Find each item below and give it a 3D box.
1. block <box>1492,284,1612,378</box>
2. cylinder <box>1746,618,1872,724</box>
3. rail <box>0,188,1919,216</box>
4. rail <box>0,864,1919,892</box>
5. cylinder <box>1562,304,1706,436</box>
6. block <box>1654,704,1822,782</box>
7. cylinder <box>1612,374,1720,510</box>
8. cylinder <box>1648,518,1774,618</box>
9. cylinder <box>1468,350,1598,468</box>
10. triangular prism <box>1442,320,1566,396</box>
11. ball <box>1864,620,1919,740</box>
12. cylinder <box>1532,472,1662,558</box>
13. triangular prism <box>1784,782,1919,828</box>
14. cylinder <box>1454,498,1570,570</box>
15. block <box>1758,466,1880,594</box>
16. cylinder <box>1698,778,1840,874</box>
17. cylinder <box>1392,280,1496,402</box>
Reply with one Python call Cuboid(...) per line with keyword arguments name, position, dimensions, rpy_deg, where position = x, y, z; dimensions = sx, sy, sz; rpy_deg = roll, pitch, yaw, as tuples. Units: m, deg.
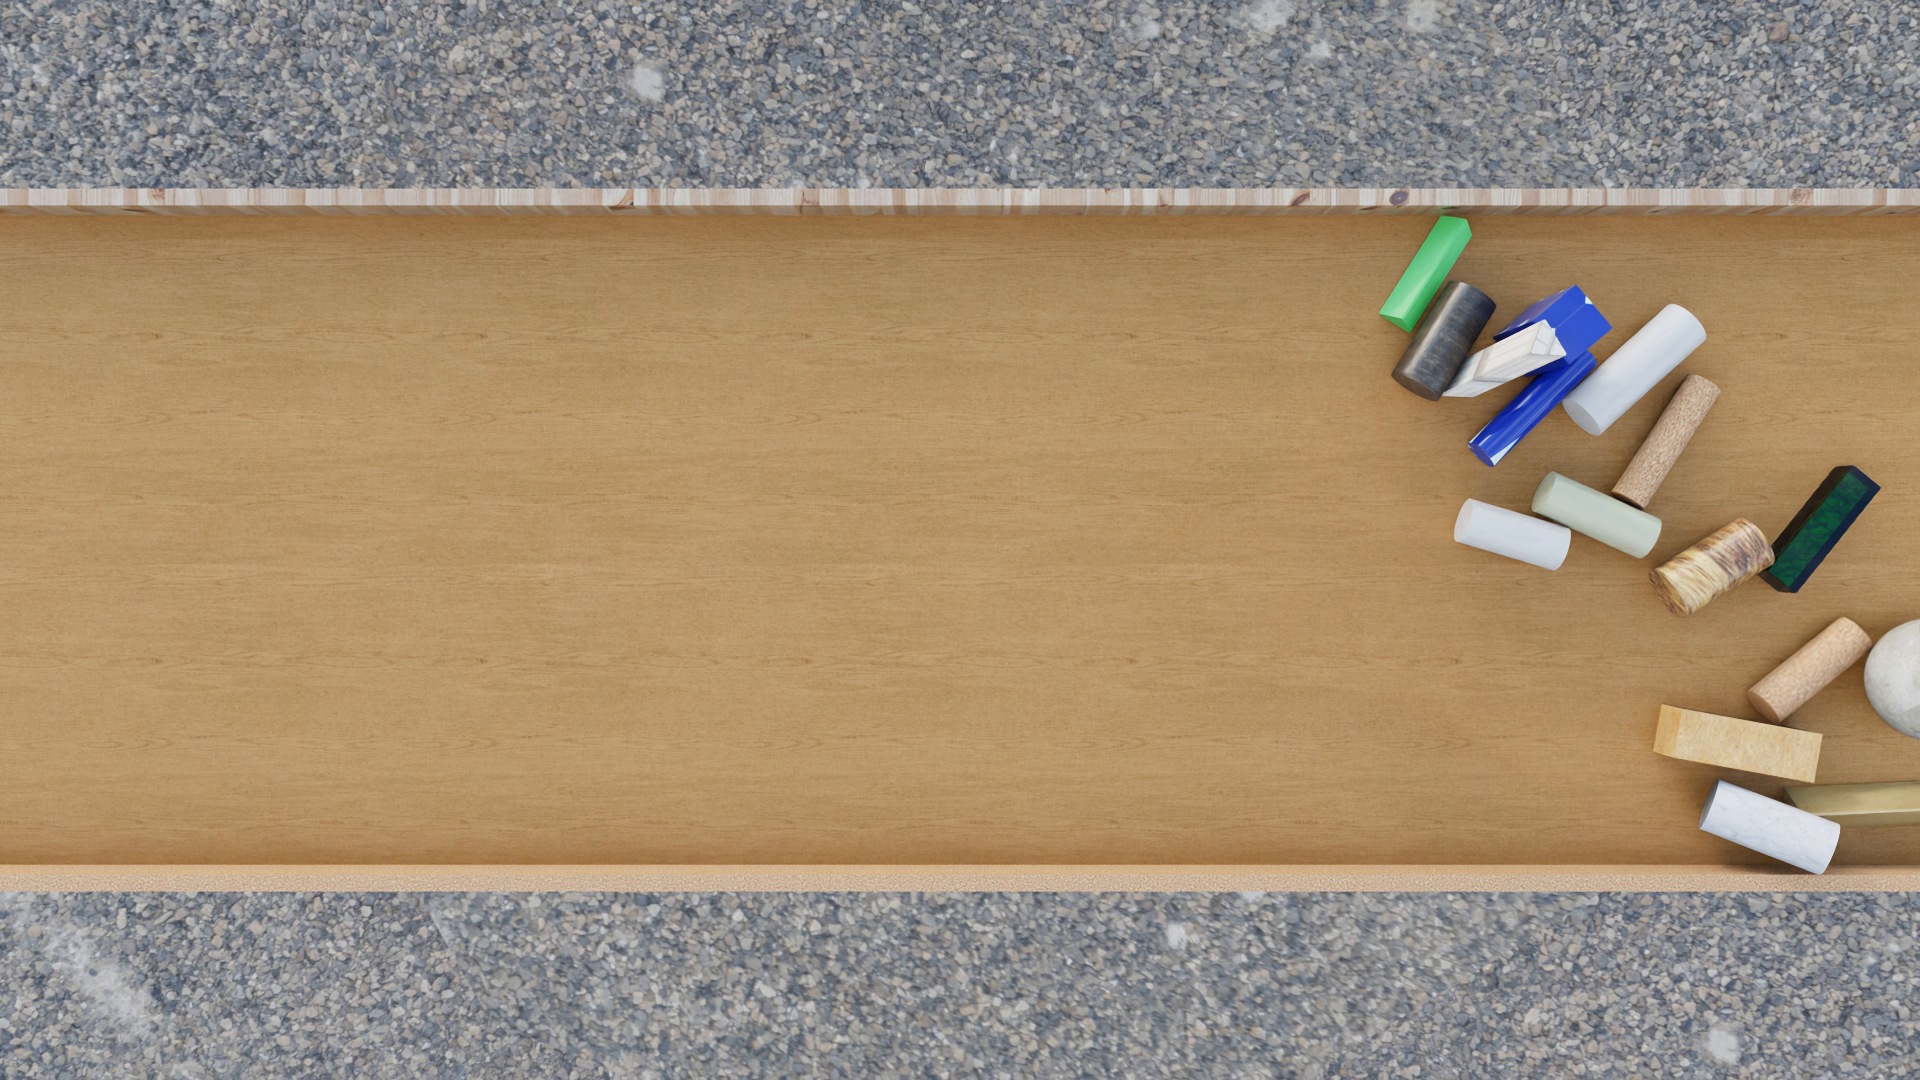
Cuboid(name="block", position=(1.752, -0.615, 4.895), dimensions=(0.162, 0.363, 0.162), rpy_deg=(-40, 90, 0))
Cuboid(name="cylinder", position=(2.581, 0.396, 5.013), dimensions=(0.359, 0.127, 0.127), rpy_deg=(-39, 90, 0))
Cuboid(name="rail", position=(-2.247, -1.025, 5.002), dimensions=(12.000, 0.150, 0.050), rpy_deg=(0, 90, 0))
Cuboid(name="rail", position=(-2.247, 1.025, 5.001), dimensions=(12.000, 0.150, 0.050), rpy_deg=(0, 90, 0))
Cuboid(name="cylinder", position=(2.042, -0.515, 5.000), dimensions=(0.427, 0.153, 0.153), rpy_deg=(-42, 90, 0))
Cuboid(name="block", position=(2.356, 0.615, 5.003), dimensions=(0.425, 0.148, 0.148), rpy_deg=(10, 90, 0))
Cuboid(name="cylinder", position=(2.149, -0.297, 5.022), dimensions=(0.109, 0.109, 0.426), rpy_deg=(33, 90, 0))
Cuboid(name="cylinder", position=(2.273, 0.085, 4.992), dimensions=(0.308, 0.170, 0.170), rpy_deg=(-31, 90, 0))
Cuboid(name="cylinder", position=(1.743, -0.412, 5.024), dimensions=(0.438, 0.105, 0.105), rpy_deg=(-44, 90, 0))
Cuboid(name="triangular prism", position=(1.590, -0.533, 4.864), dimensions=(0.116, 0.434, 0.101), rpy_deg=(0, 79, -19))
Cuboid(name="ball", position=(2.890, 0.414, 4.894), dimensions=(0.366, 0.366, 0.366), rpy_deg=(0, 90, 0))
Cuboid(name="cylinder", position=(1.932, -0.076, 5.009), dimensions=(0.349, 0.135, 0.135), rpy_deg=(24, 90, 0))
Cuboid(name="triangular prism", position=(2.742, 0.818, 5.017), dimensions=(0.414, 0.112, 0.130), rpy_deg=(-3, 90, 0))
Cuboid(name="cylinder", position=(1.675, -0.017, 5.008), dimensions=(0.306, 0.137, 0.137), rpy_deg=(17, 90, 0))
Cuboid(name="block", position=(2.606, -0.033, 5.023), dimensions=(0.108, 0.108, 0.409), rpy_deg=(39, 90, 0))
Cuboid(name="cylinder", position=(2.422, 0.858, 4.944), dimensions=(0.346, 0.163, 0.163), rpy_deg=(21, 90, 19))
Cuboid(name="cylinder", position=(1.465, -0.602, 4.996), dimensions=(0.162, 0.162, 0.329), rpy_deg=(32, 90, 0))
